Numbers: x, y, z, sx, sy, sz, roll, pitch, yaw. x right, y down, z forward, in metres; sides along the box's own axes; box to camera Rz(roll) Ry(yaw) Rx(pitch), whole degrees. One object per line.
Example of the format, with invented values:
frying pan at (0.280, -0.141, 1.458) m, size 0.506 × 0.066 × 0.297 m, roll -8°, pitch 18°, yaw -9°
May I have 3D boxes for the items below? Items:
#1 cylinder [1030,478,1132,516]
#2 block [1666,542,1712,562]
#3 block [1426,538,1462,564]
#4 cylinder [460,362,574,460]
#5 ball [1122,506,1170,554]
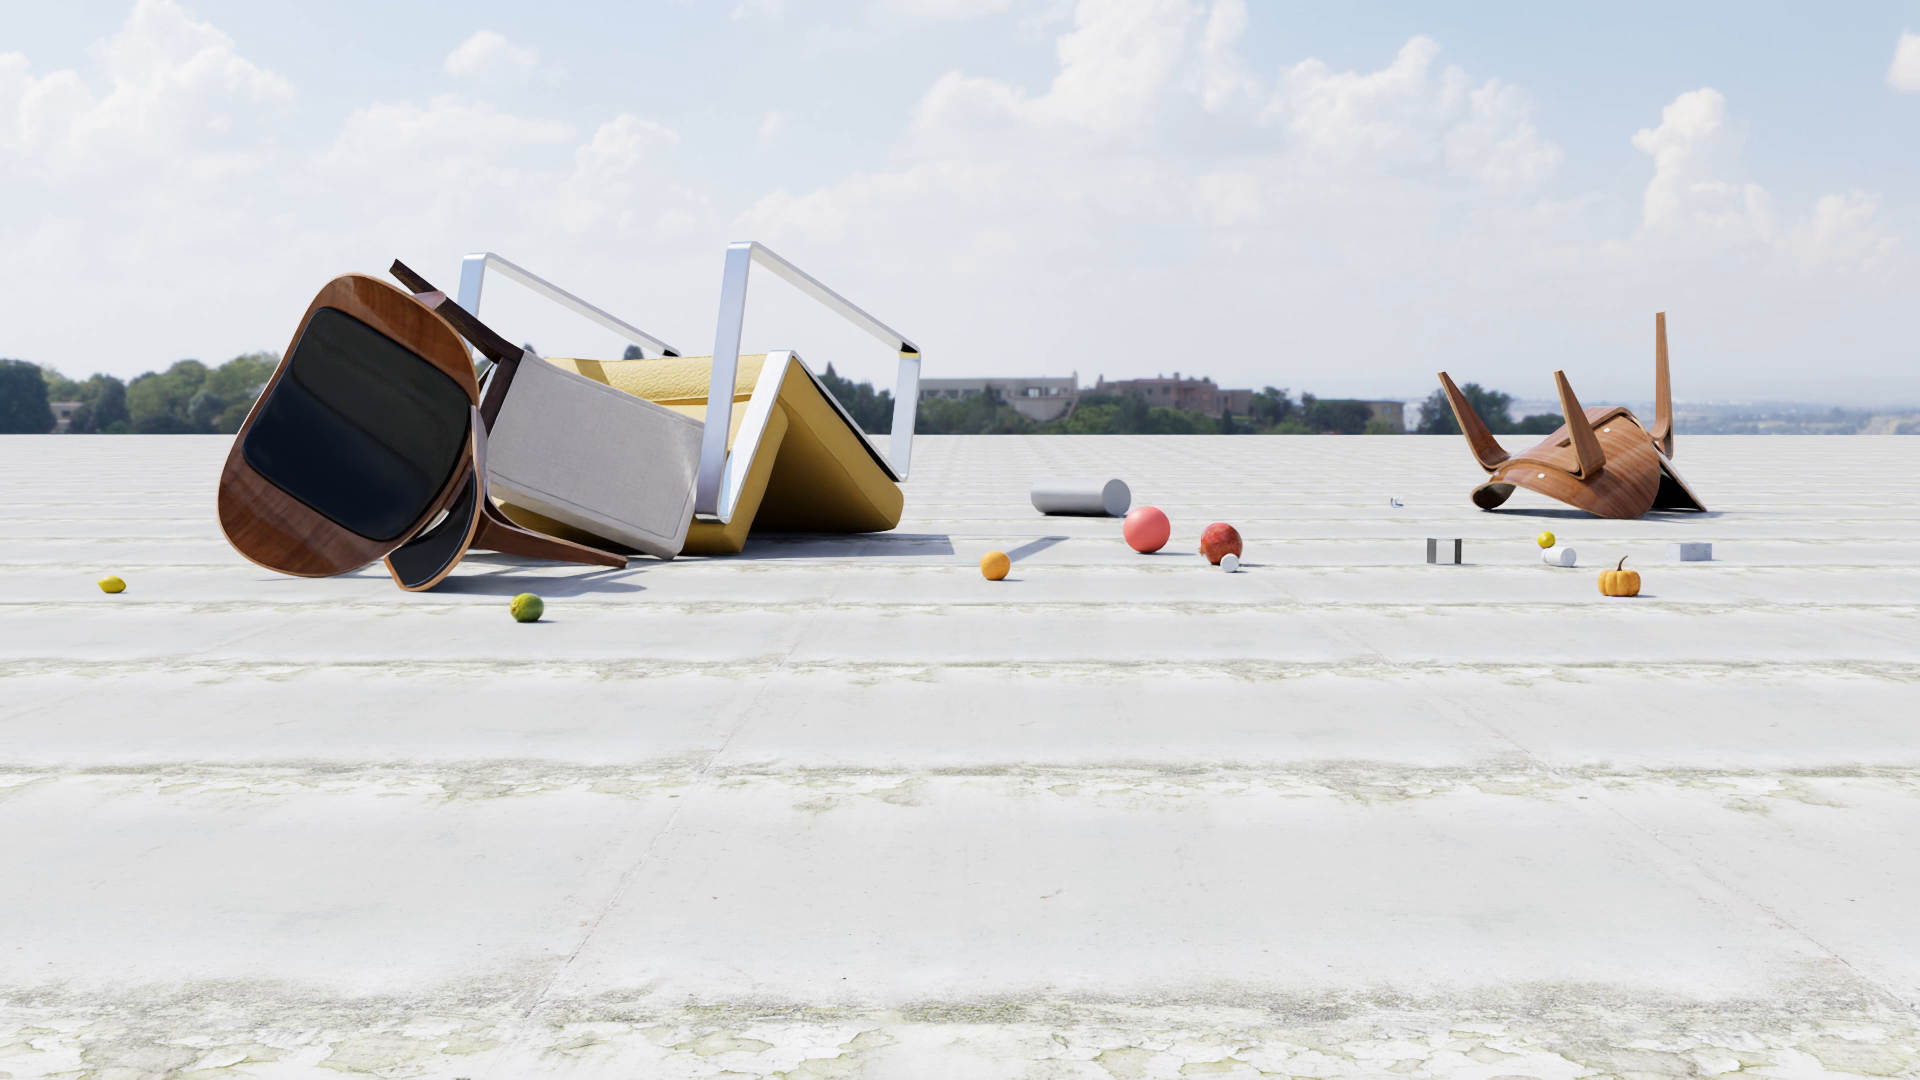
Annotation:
cylinder at (0.431, -0.155, 7.833) m, size 0.279 × 0.131 × 0.250 m, roll 2°, pitch -2°, yaw 29°
block at (1.916, 0.031, 5.780) m, size 0.113 × 0.044 × 0.049 m, roll -2°, pitch 4°, yaw -27°
block at (1.245, 0.028, 5.654) m, size 0.068 × 0.066 × 0.058 m, roll -1°, pitch 4°, yaw -17°
cylinder at (-1.245, -0.363, 6.190) m, size 0.276 × 0.230 × 0.150 m, roll 15°, pitch 45°, yaw 8°
ball at (0.511, -0.028, 6.012) m, size 0.130 × 0.130 × 0.130 m, roll 0°, pitch 4°, yaw 0°
